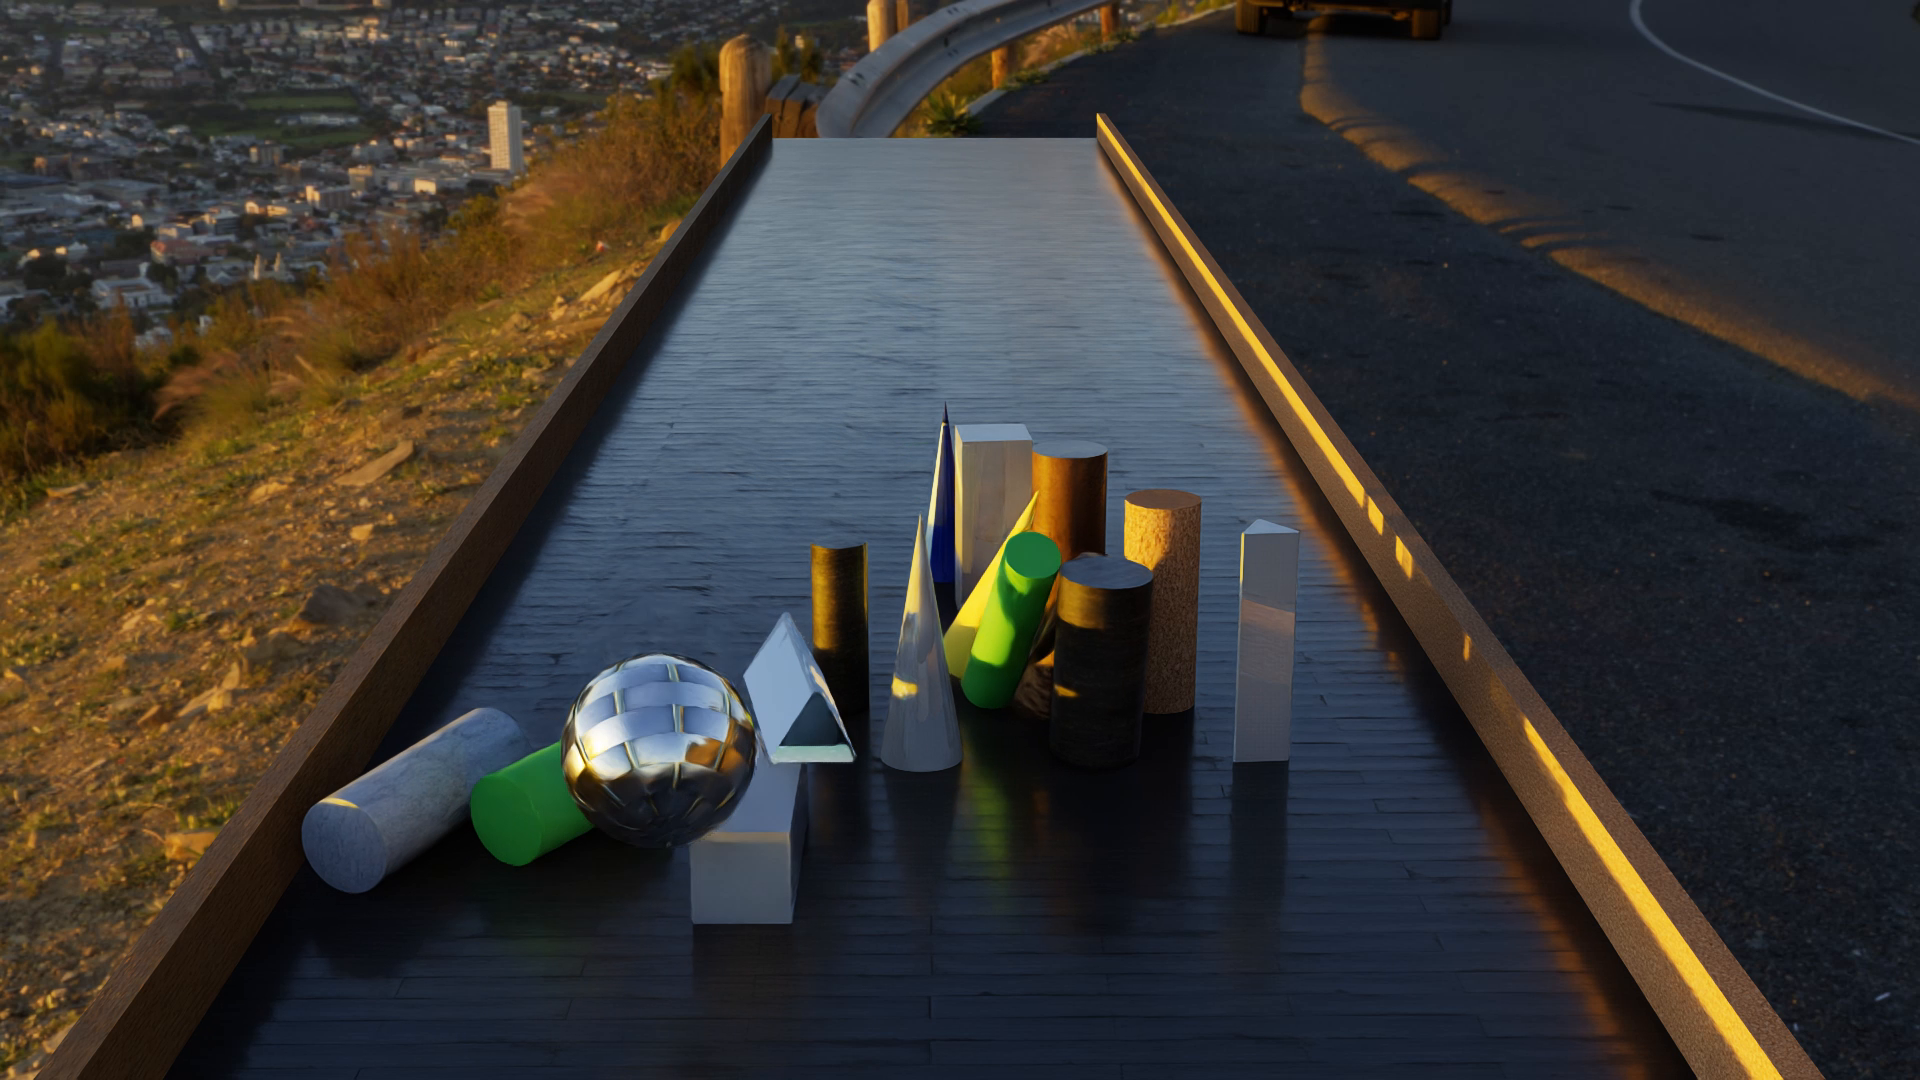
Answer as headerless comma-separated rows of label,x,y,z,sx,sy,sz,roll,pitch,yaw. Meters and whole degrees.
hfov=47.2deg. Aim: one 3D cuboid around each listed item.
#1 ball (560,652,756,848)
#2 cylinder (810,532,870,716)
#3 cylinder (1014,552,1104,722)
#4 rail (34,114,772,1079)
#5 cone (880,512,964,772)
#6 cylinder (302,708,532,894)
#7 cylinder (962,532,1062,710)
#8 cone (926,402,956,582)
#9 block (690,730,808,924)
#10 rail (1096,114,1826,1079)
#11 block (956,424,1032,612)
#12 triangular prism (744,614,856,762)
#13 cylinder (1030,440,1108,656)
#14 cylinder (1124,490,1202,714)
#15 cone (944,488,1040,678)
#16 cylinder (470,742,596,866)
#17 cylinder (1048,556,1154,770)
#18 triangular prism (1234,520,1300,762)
ball,-0.427,0.298,3.117,0.277,0.277,0.277,0,17,0
cylinder,-0.224,0.158,4.120,0.105,0.328,0.105,0,17,0
cylinder,0.204,0.180,4.045,0.104,0.315,0.104,17,29,-10
rail,-1.118,-0.838,7.780,0.050,0.150,12.000,0,17,-1
cone,-0.068,0.168,3.865,0.149,0.455,0.149,0,17,0
cylinder,-0.870,0.414,3.558,0.157,0.157,0.416,6,18,20
cylinder,0.090,0.152,4.012,0.103,0.427,0.103,6,53,-8
cone,-0.032,-0.115,4.904,0.115,0.405,0.115,0,17,0
block,-0.327,0.445,3.467,0.149,0.149,0.406,0,17,0
rail,0.932,-0.844,7.801,0.050,0.150,12.000,0,17,-1
block,0.070,-0.037,4.661,0.147,0.393,0.147,-2,17,-5
triangular prism,-0.267,0.239,3.657,0.138,0.120,0.355,0,19,-13
cylinder,0.216,0.027,4.383,0.149,0.429,0.149,0,17,0
cylinder,0.378,0.115,4.140,0.141,0.399,0.141,0,17,0
cone,0.084,0.074,4.237,0.148,0.396,0.148,18,23,-8
cylinder,-0.634,0.403,3.593,0.153,0.153,0.309,10,20,31
cylinder,0.247,0.217,3.881,0.164,0.341,0.164,2,20,-1
triangular prism,0.531,0.178,3.889,0.100,0.422,0.086,-2,17,-6
